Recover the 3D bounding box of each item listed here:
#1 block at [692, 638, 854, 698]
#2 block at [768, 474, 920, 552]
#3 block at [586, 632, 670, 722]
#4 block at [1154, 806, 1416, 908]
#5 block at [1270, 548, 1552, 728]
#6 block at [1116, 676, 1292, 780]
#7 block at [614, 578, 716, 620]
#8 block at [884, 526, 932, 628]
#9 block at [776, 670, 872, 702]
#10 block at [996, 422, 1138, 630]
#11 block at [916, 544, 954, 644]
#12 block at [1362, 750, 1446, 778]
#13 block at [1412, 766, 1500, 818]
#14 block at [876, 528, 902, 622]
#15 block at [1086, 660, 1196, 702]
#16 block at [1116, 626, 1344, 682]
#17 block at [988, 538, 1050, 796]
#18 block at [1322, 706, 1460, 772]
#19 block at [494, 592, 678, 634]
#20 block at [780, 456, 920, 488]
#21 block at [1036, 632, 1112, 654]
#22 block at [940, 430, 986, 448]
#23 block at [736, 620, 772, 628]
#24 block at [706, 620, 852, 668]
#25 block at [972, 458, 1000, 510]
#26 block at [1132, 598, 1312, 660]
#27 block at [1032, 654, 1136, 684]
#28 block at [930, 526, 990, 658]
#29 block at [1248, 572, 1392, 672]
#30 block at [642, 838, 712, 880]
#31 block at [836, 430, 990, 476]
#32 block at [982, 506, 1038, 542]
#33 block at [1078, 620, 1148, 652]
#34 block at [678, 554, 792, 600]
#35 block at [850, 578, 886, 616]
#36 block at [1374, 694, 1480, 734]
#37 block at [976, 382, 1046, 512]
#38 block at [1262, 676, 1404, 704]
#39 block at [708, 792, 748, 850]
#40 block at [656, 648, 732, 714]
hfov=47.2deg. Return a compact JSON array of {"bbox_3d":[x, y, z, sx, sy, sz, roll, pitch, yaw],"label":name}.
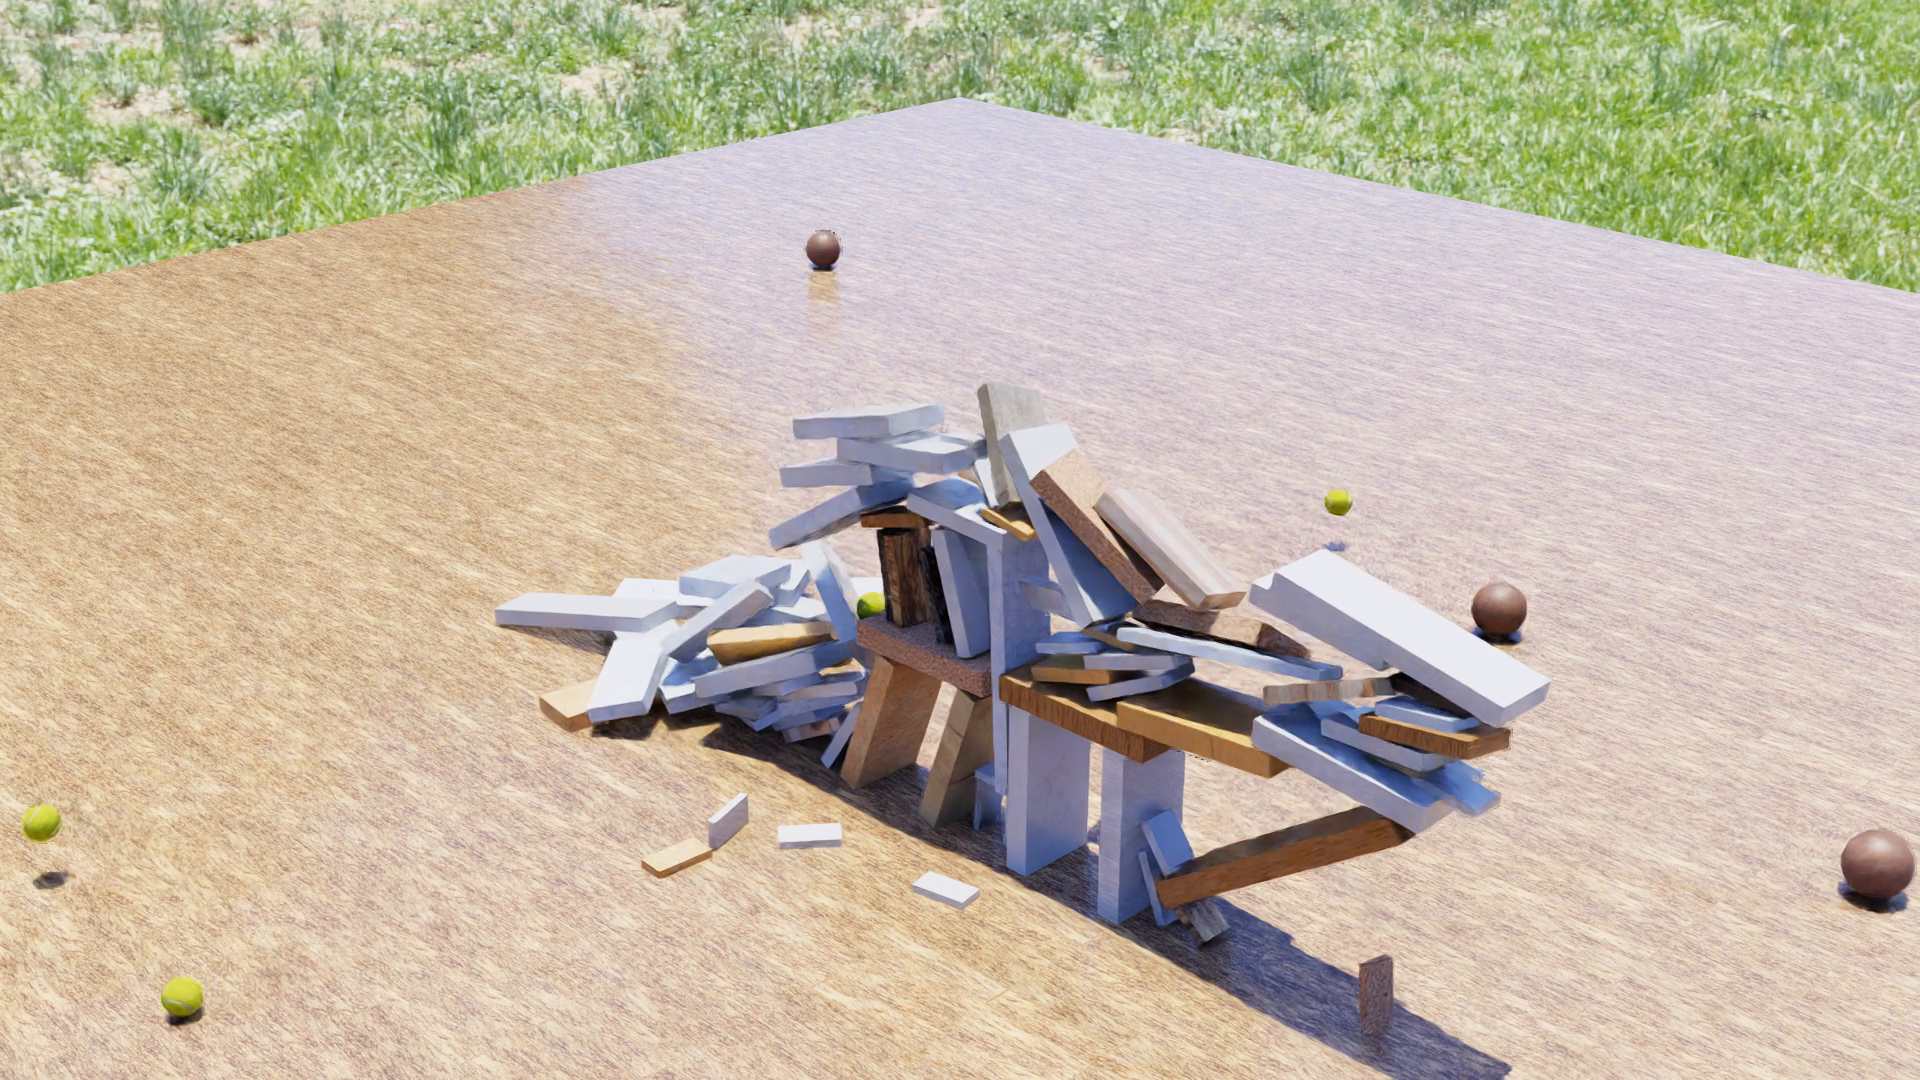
[{"bbox_3d":[-0.396,0.271,4.674,0.312,0.044,0.156,-14,3,30],"label":"block"},{"bbox_3d":[-0.235,-0.056,4.412,0.156,0.044,0.311,-16,-5,-42],"label":"block"},{"bbox_3d":[-0.725,0.301,4.842,0.131,0.037,0.262,-10,30,13],"label":"block"},{"bbox_3d":[0.590,0.533,3.814,0.170,0.048,0.580,-21,-4,-41],"label":"block"},{"bbox_3d":[0.720,0.152,3.545,0.140,0.040,0.453,-20,42,-42],"label":"block"},{"bbox_3d":[0.459,0.323,3.863,0.170,0.048,0.340,-21,26,-41],"label":"block"},{"bbox_3d":[-0.677,0.146,5.367,0.326,0.039,0.136,3,23,7],"label":"block"},{"bbox_3d":[-0.095,0.071,4.345,0.094,0.188,0.027,-18,19,-36],"label":"block"},{"bbox_3d":[-0.265,0.304,4.609,0.094,0.027,0.346,-20,5,-33],"label":"block"},{"bbox_3d":[0.208,-0.029,4.042,0.148,0.385,0.042,-12,-18,-40],"label":"block"},{"bbox_3d":[-0.020,0.098,4.280,0.094,0.188,0.027,-19,10,-37],"label":"block"},{"bbox_3d":[0.720,0.353,3.569,0.062,0.018,0.124,-13,20,-32],"label":"block"},{"bbox_3d":[0.793,0.398,3.521,0.062,0.018,0.124,-22,37,-37],"label":"block"},{"bbox_3d":[-0.111,0.061,4.369,0.094,0.187,0.027,-19,21,-38],"label":"block"},{"bbox_3d":[0.327,0.254,3.983,0.094,0.027,0.187,-22,5,-42],"label":"block"},{"bbox_3d":[0.459,0.195,3.785,0.412,0.022,0.076,10,7,39],"label":"block"},{"bbox_3d":[0.117,0.234,4.193,0.036,0.514,0.127,18,29,42],"label":"block"},{"bbox_3d":[0.705,0.322,3.580,0.107,0.030,0.213,-10,19,-37],"label":"block"},{"bbox_3d":[-0.887,0.170,5.206,0.449,0.037,0.131,2,18,30],"label":"block"},{"bbox_3d":[-0.213,-0.140,4.362,0.143,0.041,0.286,-15,10,-41],"label":"block"},{"bbox_3d":[0.215,0.189,4.058,0.139,0.020,0.069,-3,14,41],"label":"block"},{"bbox_3d":[0.013,-0.190,4.150,0.048,0.014,0.095,-14,18,-39],"label":"block"},{"bbox_3d":[-0.415,0.214,5.153,0.273,0.039,0.136,2,14,-6],"label":"block"},{"bbox_3d":[-0.391,0.235,4.776,0.293,0.123,0.035,-6,52,20],"label":"block"},{"bbox_3d":[0.060,-0.105,4.078,0.048,0.014,0.095,-11,71,-26],"label":"block"},{"bbox_3d":[0.464,0.167,3.917,0.297,0.042,0.148,11,-14,48],"label":"block"},{"bbox_3d":[0.233,0.236,4.062,0.187,0.027,0.094,-1,15,44],"label":"block"},{"bbox_3d":[0.026,0.085,4.221,0.127,0.254,0.036,-22,14,-42],"label":"block"},{"bbox_3d":[0.636,0.124,3.673,0.139,0.040,0.279,-20,37,-40],"label":"block"},{"bbox_3d":[-0.551,0.619,4.280,0.124,0.018,0.062,-19,30,-38],"label":"block"},{"bbox_3d":[-0.085,-0.173,4.209,0.286,0.041,0.143,10,19,43],"label":"block"},{"bbox_3d":[0.101,-0.036,4.053,0.115,0.016,0.058,31,37,34],"label":"block"},{"bbox_3d":[0.289,0.169,4.001,0.069,0.020,0.139,-17,24,-38],"label":"block"},{"bbox_3d":[-0.518,0.088,5.091,0.149,0.042,0.298,8,11,17],"label":"block"},{"bbox_3d":[-0.205,0.171,5.294,0.149,0.042,0.298,1,23,-6],"label":"block"},{"bbox_3d":[0.744,0.277,3.505,0.076,0.022,0.152,-10,14,-39],"label":"block"},{"bbox_3d":[0.112,-0.171,4.107,0.123,0.247,0.035,6,-28,-34],"label":"block"},{"bbox_3d":[0.617,0.248,3.633,0.107,0.030,0.213,-1,-5,-41],"label":"block"},{"bbox_3d":[-0.459,0.558,4.366,0.018,0.062,0.124,11,25,23],"label":"block"},{"bbox_3d":[-0.615,0.294,4.902,0.140,0.040,0.280,-14,26,-16],"label":"block"}]
